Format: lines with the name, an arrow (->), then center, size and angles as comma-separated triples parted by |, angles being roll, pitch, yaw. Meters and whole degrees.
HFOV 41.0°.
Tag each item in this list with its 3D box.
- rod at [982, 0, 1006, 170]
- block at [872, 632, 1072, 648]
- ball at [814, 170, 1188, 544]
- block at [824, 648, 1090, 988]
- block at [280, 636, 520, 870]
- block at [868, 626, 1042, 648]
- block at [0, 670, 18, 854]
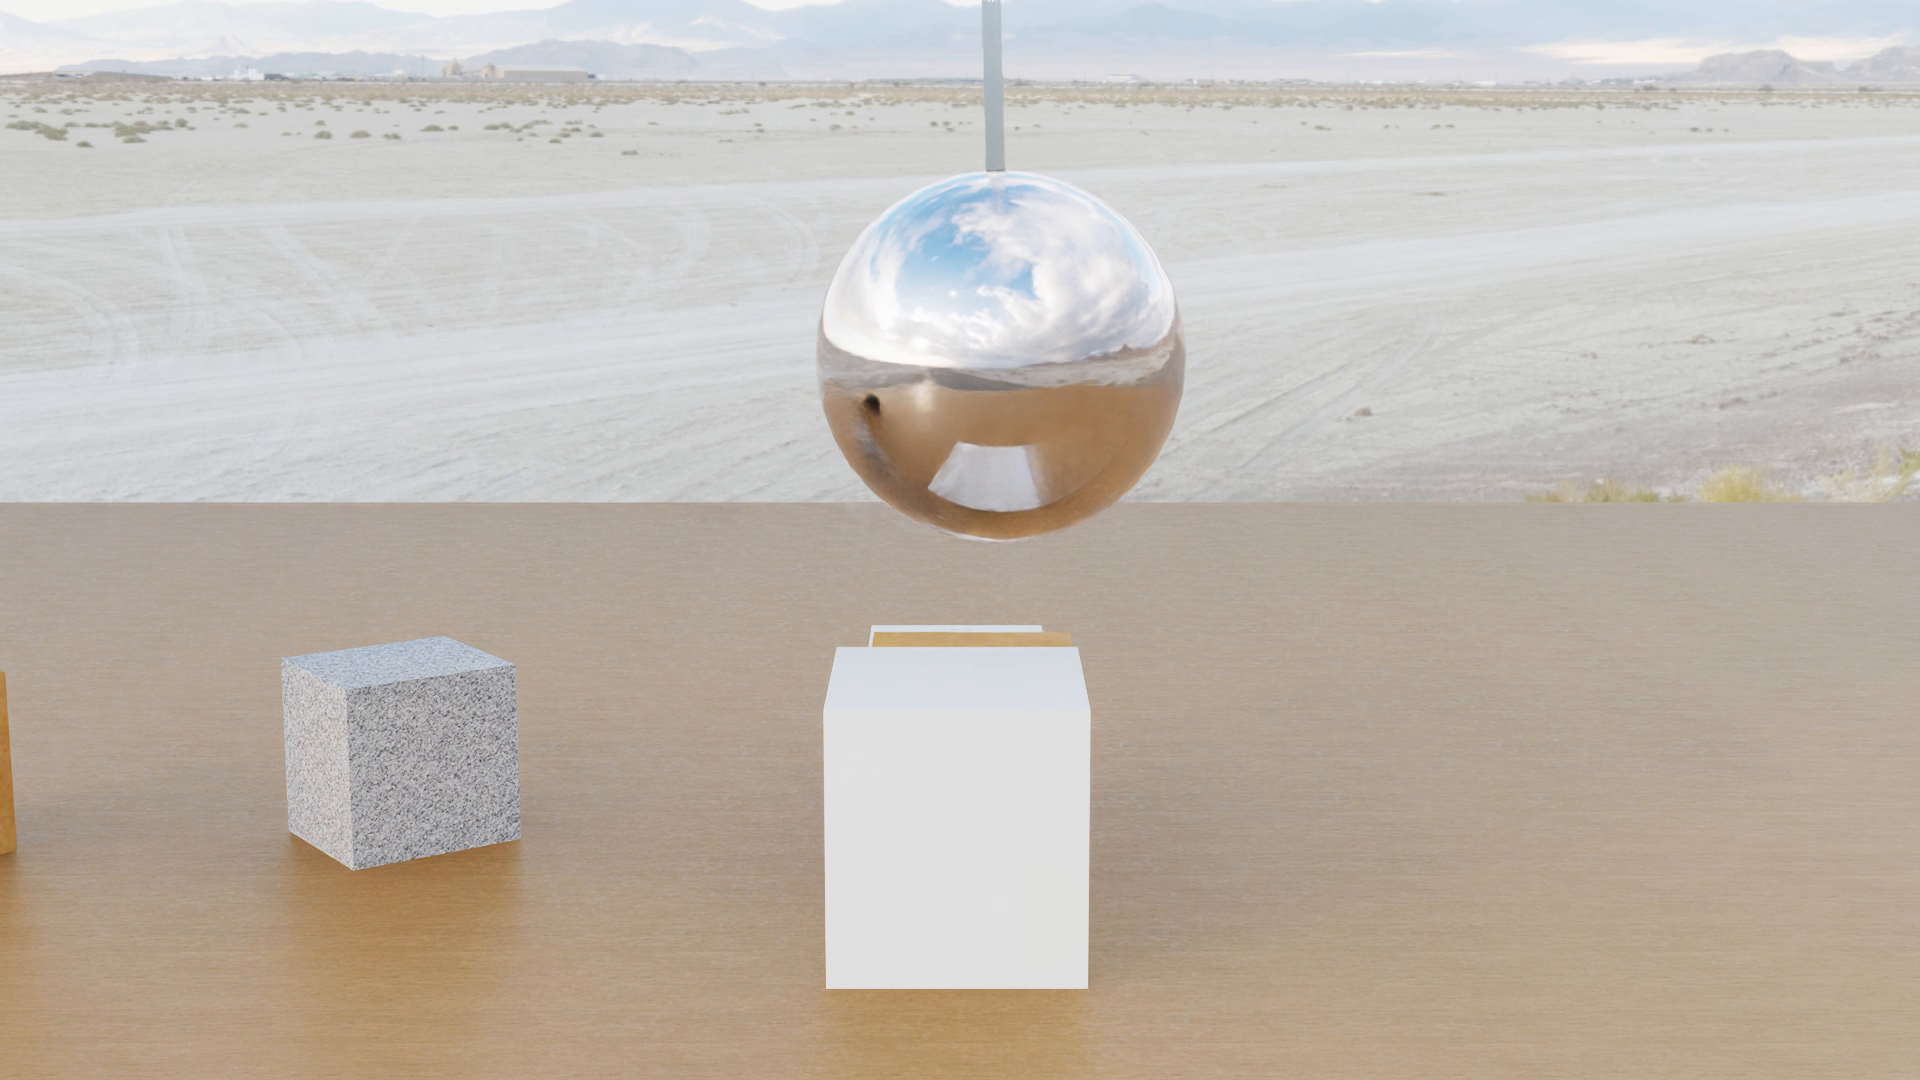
rod -> 0.075, -4.129, 10.430 | 0.080, 5.200, 0.080 | -2, 10, 0
block -> 0.053, 0.986, 11.427 | 0.900, 0.972, 0.944 | 0, 10, 0
ball -> 0.174, -0.786, 11.038 | 1.600, 1.600, 1.600 | 0, 10, 0
block -> -0.011, 1.098, 10.407 | 1.017, 1.115, 1.085 | 0, 10, 0
block -> -2.597, 0.969, 11.915 | 0.822, 0.830, 0.761 | -7, 13, -35
block -> -0.017, 0.901, 12.386 | 0.844, 0.795, 0.950 | 0, 10, 0
block -> -4.863, 1.016, 11.629 | 0.791, 0.839, 0.755 | 8, 13, 38
